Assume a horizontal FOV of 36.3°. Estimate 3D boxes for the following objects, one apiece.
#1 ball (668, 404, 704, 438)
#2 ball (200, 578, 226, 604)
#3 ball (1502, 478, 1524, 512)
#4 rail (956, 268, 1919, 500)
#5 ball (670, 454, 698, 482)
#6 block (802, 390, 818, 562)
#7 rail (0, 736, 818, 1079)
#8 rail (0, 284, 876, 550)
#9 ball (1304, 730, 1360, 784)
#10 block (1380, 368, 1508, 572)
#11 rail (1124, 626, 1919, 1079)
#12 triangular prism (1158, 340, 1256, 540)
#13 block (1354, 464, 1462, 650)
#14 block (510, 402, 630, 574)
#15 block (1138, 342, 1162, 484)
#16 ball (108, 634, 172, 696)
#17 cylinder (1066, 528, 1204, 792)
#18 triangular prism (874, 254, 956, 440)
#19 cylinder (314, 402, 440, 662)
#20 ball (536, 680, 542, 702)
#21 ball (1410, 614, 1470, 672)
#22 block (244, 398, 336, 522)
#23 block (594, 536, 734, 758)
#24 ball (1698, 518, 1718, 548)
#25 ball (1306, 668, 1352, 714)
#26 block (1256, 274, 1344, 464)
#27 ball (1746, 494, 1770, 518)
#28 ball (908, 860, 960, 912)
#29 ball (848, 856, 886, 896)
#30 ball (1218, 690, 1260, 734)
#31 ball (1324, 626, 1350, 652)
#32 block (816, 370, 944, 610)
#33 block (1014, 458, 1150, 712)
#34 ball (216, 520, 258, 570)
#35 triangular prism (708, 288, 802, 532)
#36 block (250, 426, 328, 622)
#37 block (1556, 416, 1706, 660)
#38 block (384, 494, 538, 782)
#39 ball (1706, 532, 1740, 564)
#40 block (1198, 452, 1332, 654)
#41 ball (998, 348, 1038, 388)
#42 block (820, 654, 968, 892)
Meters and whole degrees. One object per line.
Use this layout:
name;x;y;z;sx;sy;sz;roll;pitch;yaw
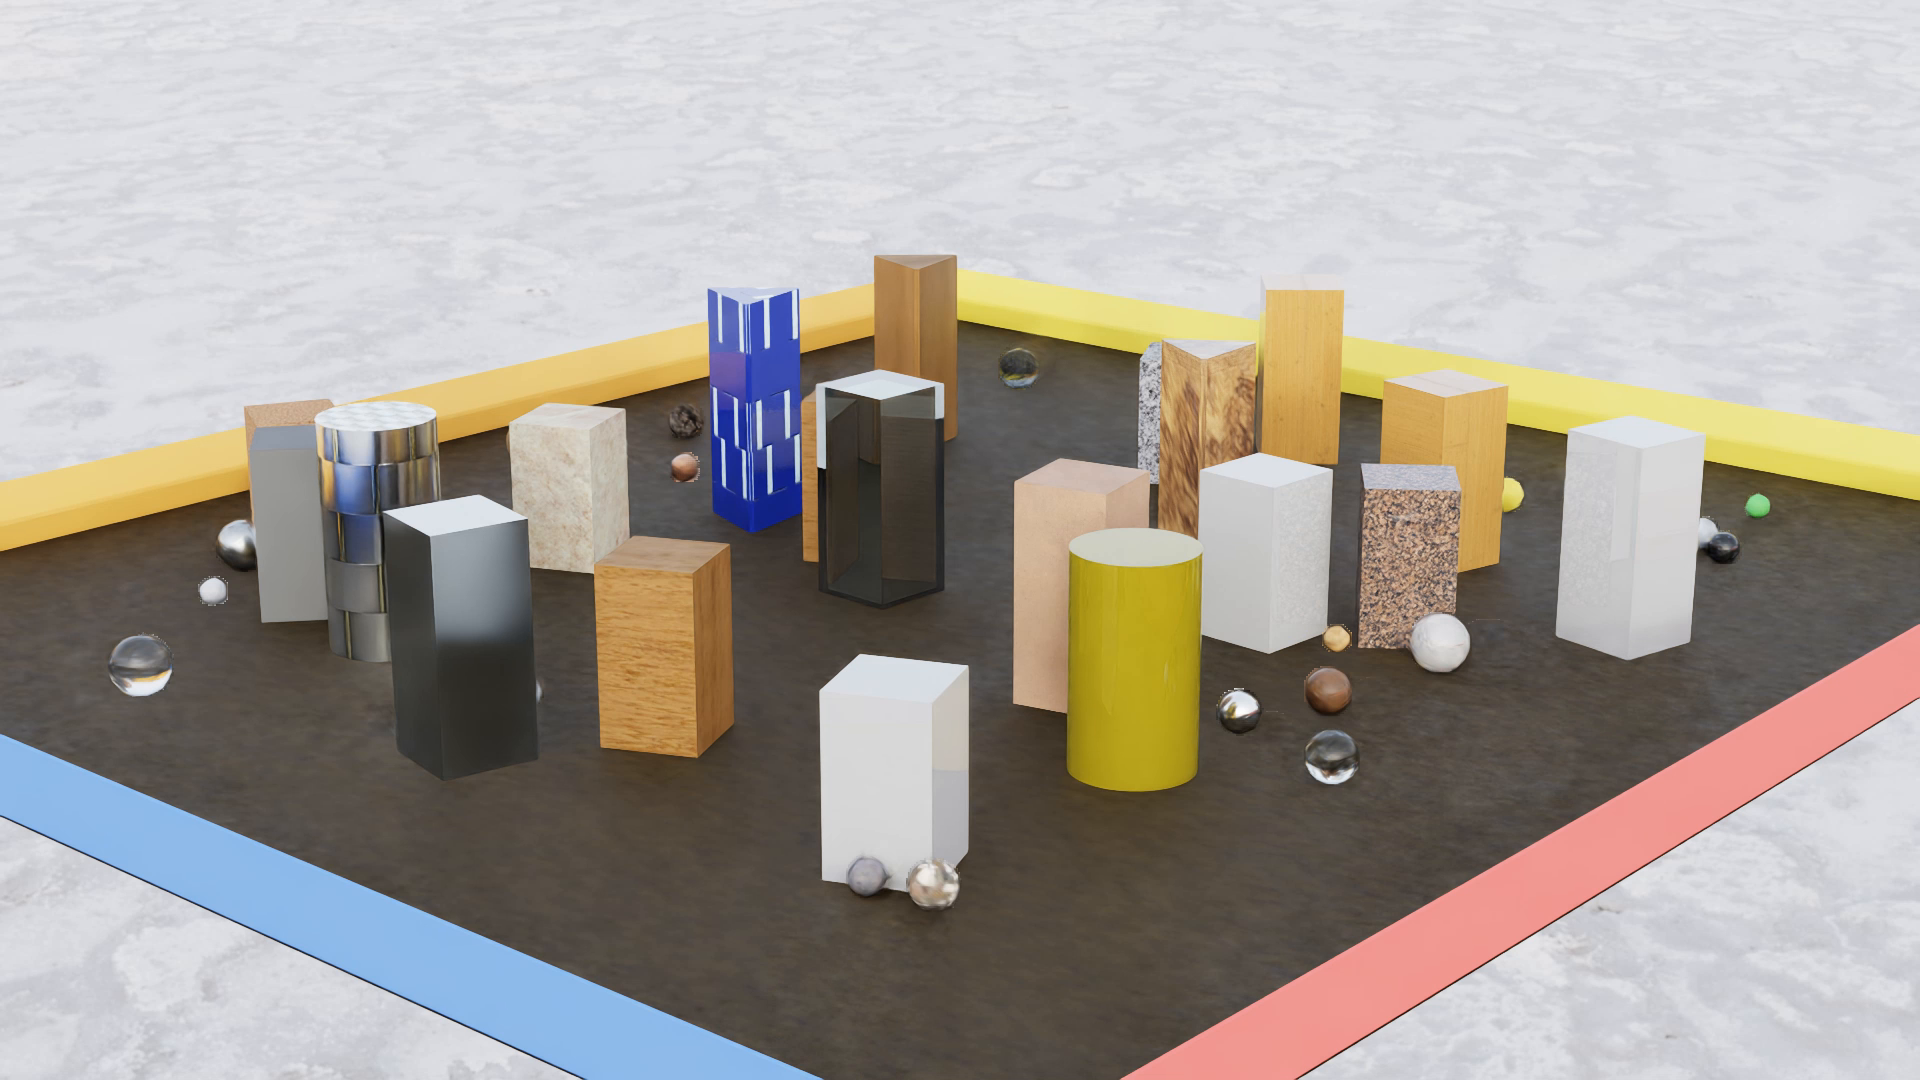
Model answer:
ball;-0.574;-0.249;6.148;0.072;0.072;0.072;0;17;0
ball;-1.292;0.089;5.074;0.045;0.045;0.045;0;17;0
ball;1.047;-0.088;5.625;0.066;0.066;0.066;0;17;0
rail;1.080;-0.327;6.311;2.993;0.126;0.045;14;22;39
ball;-0.548;-0.143;5.827;0.055;0.055;0.055;0;17;0
block;-0.189;-0.121;5.332;0.156;0.298;0.156;4;17;14
rail;-1.080;0.391;3.930;2.993;0.126;0.045;14;22;39
rail;-1.112;-0.247;6.045;0.045;0.126;3.341;14;22;39
ball;0.542;0.315;4.265;0.080;0.080;0.080;0;17;0
block;0.867;-0.122;5.280;0.156;0.331;0.156;-11;20;-33
rail;1.112;0.311;4.196;0.045;0.126;3.341;14;22;39
triangular prism;0.426;-0.170;5.350;0.146;0.382;0.169;13;21;36
block;0.744;0.027;4.885;0.156;0.274;0.156;1;17;5
block;-0.704;-0.096;5.304;0.156;0.266;0.156;5;18;17
block;0.445;-0.251;5.846;0.156;0.251;0.156;3;17;11
ball;-1.292;0.198;4.622;0.097;0.097;0.097;0;17;0
cylinder;0.254;0.173;4.285;0.195;0.340;0.195;0;17;0
triangular prism;-0.070;-0.395;6.088;0.146;0.386;0.169;-10;20;-30
cylinder;-0.950;-0.015;4.824;0.195;0.389;0.195;0;17;0
ball;-0.678;0.237;4.582;0.047;0.047;0.047;0;17;0
ball;0.775;0.166;4.731;0.096;0.096;0.096;0;17;0
block;-1.216;-0.113;5.384;0.156;0.253;0.156;-6;18;-21
block;-0.444;0.159;4.422;0.156;0.288;0.156;5;17;16
ball;1.364;-0.012;5.390;0.056;0.056;0.056;0;17;0
ball;0.571;0.234;4.545;0.073;0.073;0.073;0;17;0
block;0.692;-0.350;5.983;0.156;0.360;0.156;0;17;2
ball;1.520;-0.065;5.585;0.044;0.044;0.044;0;17;0
ball;-0.034;0.452;3.833;0.067;0.067;0.067;0;17;0
ball;-0.123;0.445;3.882;0.051;0.051;0.051;0;17;0
ball;0.425;0.262;4.465;0.065;0.065;0.065;0;17;0
ball;0.621;0.163;4.834;0.042;0.042;0.042;0;17;0
block;-0.137;-0.090;5.100;0.156;0.373;0.156;15;23;41
block;0.189;0.074;4.576;0.156;0.361;0.156;9;19;27
ball;-1.288;0.009;5.261;0.091;0.091;0.091;0;17;0
triangular prism;-0.410;-0.254;5.534;0.146;0.437;0.169;10;19;29
block;-1.122;-0.030;5.024;0.156;0.303;0.156;-3;17;-9
block;1.107;-0.006;4.847;0.156;0.358;0.156;-12;21;-35
block;-0.736;0.142;4.330;0.156;0.373;0.156;-12;20;-34
ball;1.380;0.015;5.300;0.058;0.058;0.058;0;17;0
block;0.507;0.020;4.891;0.156;0.284;0.156;16;23;42
ball;0.131;-0.383;6.563;0.089;0.089;0.089;0;17;0
block;-0.087;0.313;3.943;0.156;0.270;0.156;5;18;17
